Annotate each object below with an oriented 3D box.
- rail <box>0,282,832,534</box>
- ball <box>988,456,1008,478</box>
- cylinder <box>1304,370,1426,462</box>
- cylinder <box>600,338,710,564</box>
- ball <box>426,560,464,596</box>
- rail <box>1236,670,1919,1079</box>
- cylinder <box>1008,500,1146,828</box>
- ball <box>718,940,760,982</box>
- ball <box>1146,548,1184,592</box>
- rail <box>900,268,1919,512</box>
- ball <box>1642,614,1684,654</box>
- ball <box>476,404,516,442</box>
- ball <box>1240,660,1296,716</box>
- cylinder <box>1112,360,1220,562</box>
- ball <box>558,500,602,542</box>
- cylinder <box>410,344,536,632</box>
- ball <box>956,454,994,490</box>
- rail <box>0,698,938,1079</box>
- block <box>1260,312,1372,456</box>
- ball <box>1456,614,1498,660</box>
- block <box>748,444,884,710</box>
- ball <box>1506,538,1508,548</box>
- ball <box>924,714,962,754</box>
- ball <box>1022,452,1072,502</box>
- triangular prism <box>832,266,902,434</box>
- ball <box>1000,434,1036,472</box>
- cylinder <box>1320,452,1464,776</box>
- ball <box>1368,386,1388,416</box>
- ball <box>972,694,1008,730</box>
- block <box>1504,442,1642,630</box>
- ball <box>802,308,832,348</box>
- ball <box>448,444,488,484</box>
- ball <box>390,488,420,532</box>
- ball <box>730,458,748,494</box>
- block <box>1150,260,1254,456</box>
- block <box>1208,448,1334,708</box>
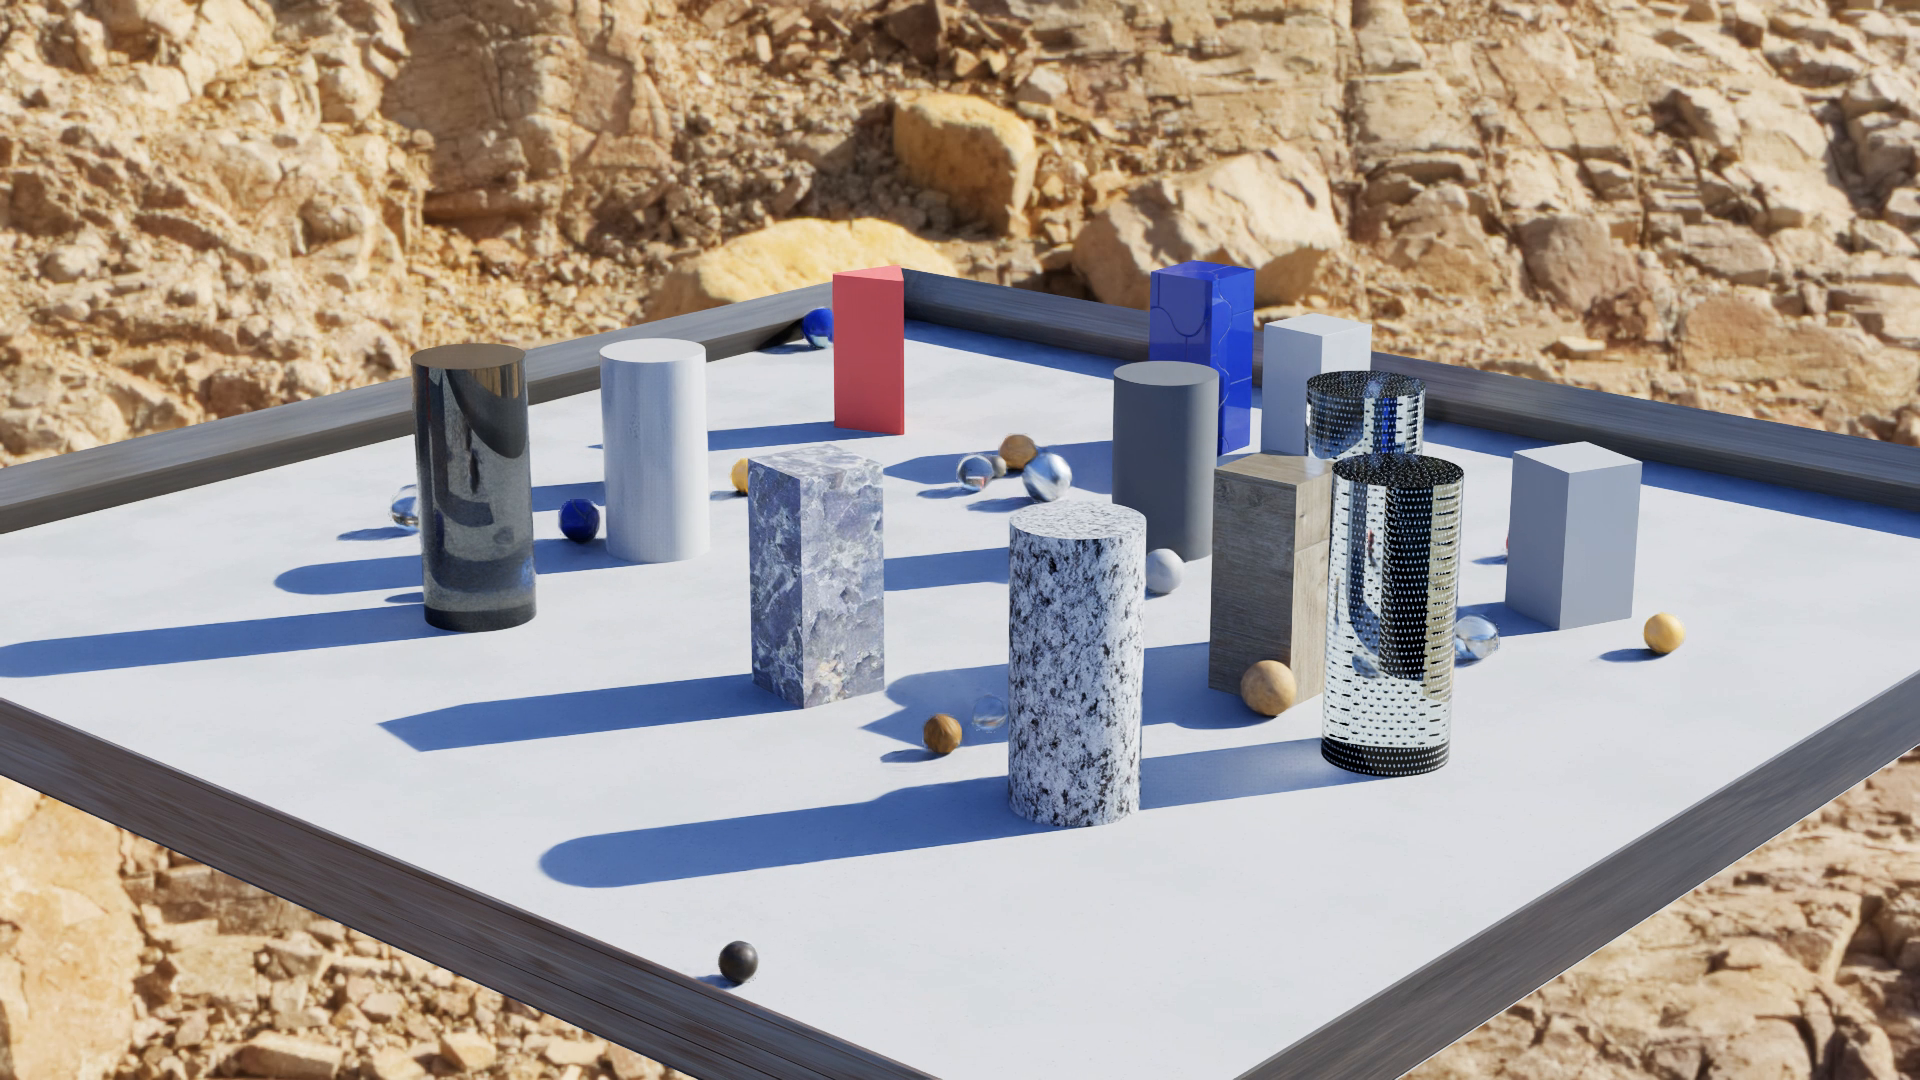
[{"bbox_3d":[-1.179,-0.265,6.100,0.045,0.124,3.170,14,22,39],"label":"rail"},{"bbox_3d":[0.072,-0.145,5.843,0.044,0.044,0.044,0,17,0],"label":"ball"},{"bbox_3d":[0.656,-0.038,4.798,0.190,0.445,0.190,0,17,0],"label":"cylinder"},{"bbox_3d":[-0.554,-0.164,5.339,0.190,0.372,0.190,0,17,0],"label":"cylinder"},{"bbox_3d":[-0.897,0.065,5.115,0.064,0.064,0.064,0,17,0],"label":"ball"},{"bbox_3d":[1.179,0.327,4.141,0.045,0.124,3.170,14,22,39],"label":"rail"},{"bbox_3d":[0.164,0.173,4.138,0.190,0.421,0.190,0,17,0],"label":"cylinder"},{"bbox_3d":[-0.274,0.521,3.627,0.051,0.051,0.051,0,17,0],"label":"ball"},{"bbox_3d":[0.354,0.054,5.128,0.078,0.078,0.078,0,17,0],"label":"ball"},{"bbox_3d":[1.024,-0.310,6.249,3.169,0.124,0.045,14,22,39],"label":"rail"},{"bbox_3d":[1.156,0.153,4.820,0.065,0.065,0.065,0,17,0],"label":"ball"},{"bbox_3d":[-0.966,-0.243,6.106,0.081,0.081,0.081,0,17,0],"label":"ball"},{"bbox_3d":[0.476,0.229,4.532,0.087,0.087,0.087,0,17,0],"label":"ball"},{"bbox_3d":[0.373,-0.144,5.345,0.190,0.330,0.190,0,17,0],"label":"cylinder"},{"bbox_3d":[-0.702,-0.035,5.421,0.078,0.078,0.078,0,17,0],"label":"ball"},{"bbox_3d":[-0.820,-0.089,4.952,0.190,0.454,0.190,0,17,0],"label":"cylinder"},{"bbox_3d":[0.030,-0.132,5.754,0.072,0.072,0.072,0,17,0],"label":"ball"},{"bbox_3d":[-1.024,0.372,3.992,3.169,0.124,0.045,14,22,39],"label":"rail"},{"bbox_3d":[0.719,-0.297,5.930,0.152,0.285,0.152,-15,22,-41],"label":"block"},{"bbox_3d":[0.841,0.159,4.787,0.075,0.075,0.075,0,17,0],"label":"ball"},{"bbox_3d":[-0.226,0.055,4.615,0.152,0.371,0.152,-12,20,-34],"label":"block"},{"bbox_3d":[1.020,0.006,5.323,0.056,0.056,0.056,0,17,0],"label":"ball"},{"bbox_3d":[-0.026,0.290,4.381,0.058,0.058,0.058,0,17,0],"label":"ball"},{"bbox_3d":[0.168,-0.121,5.676,0.095,0.095,0.095,0,17,0],"label":"ball"},{"bbox_3d":[-0.163,-0.408,6.220,0.165,0.331,0.143,8,19,25],"label":"triangular prism"},{"bbox_3d":[0.117,-0.176,5.893,0.076,0.076,0.076,0,17,0],"label":"ball"},{"bbox_3d":[0.635,0.109,4.319,0.190,0.440,0.190,0,17,0],"label":"cylinder"},{"bbox_3d":[0.888,-0.298,6.317,0.063,0.063,0.063,0,17,0],"label":"ball"},{"bbox_3d":[0.044,0.264,4.472,0.055,0.055,0.055,0,17,0],"label":"ball"},{"bbox_3d":[1.043,-0.009,4.993,0.152,0.275,0.152,-8,19,-25],"label":"block"},{"bbox_3d":[-0.328,-0.503,6.944,0.094,0.094,0.094,0,17,0],"label":"ball"},{"bbox_3d":[-0.973,-0.151,5.804,0.078,0.078,0.078,0,17,0],"label":"ball"},{"bbox_3d":[-1.023,-0.057,5.484,0.084,0.084,0.084,0,17,0],"label":"ball"},{"bbox_3d":[-0.413,-0.126,5.734,0.071,0.071,0.071,0,17,0],"label":"ball"},{"bbox_3d":[0.495,-0.372,6.028,0.152,0.371,0.152,13,21,37],"label":"block"},{"bbox_3d":[0.502,0.059,4.620,0.152,0.362,0.152,13,21,37],"label":"block"}]
